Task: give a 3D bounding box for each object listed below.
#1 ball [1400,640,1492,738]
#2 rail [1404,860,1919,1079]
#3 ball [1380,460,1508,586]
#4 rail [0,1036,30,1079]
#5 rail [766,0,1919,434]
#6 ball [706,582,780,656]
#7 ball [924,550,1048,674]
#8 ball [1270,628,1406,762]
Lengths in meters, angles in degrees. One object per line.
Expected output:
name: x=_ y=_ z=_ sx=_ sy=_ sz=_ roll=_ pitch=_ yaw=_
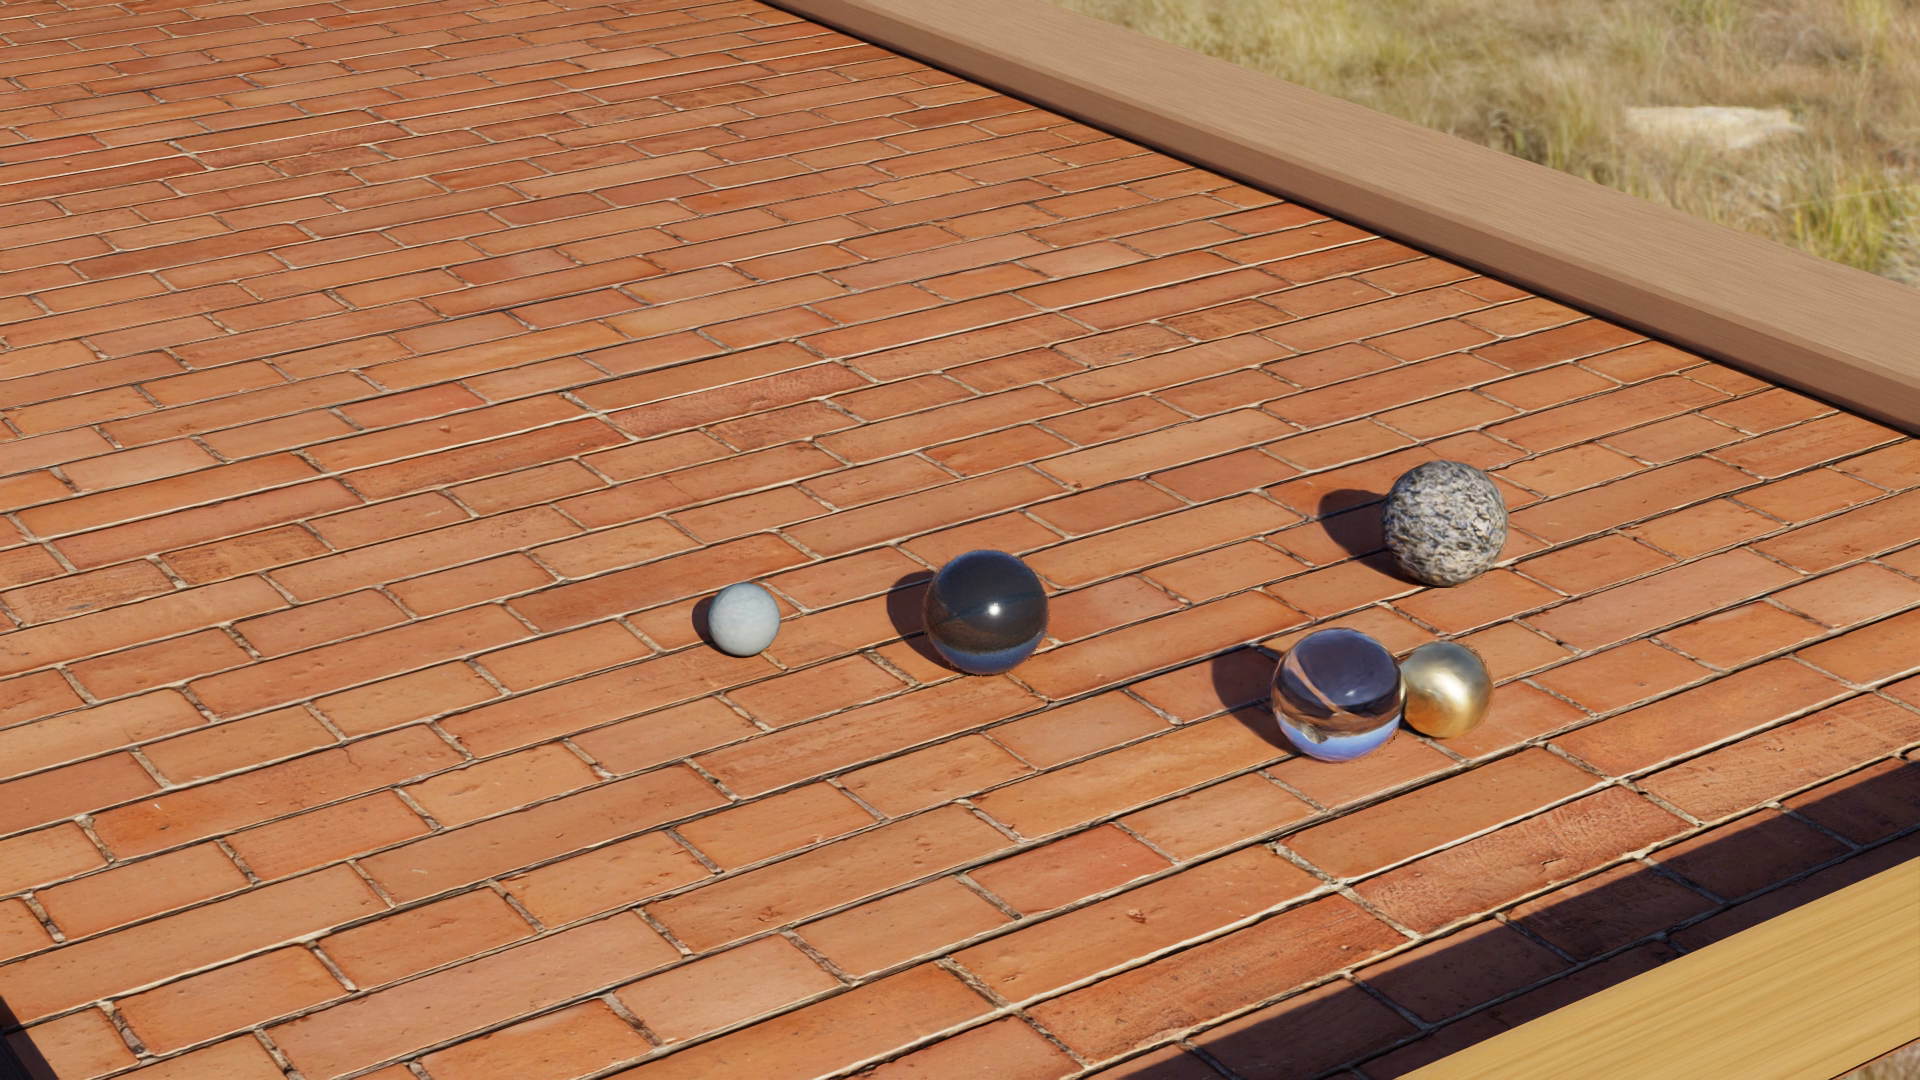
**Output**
ball: x=0.335 y=0.103 z=2.039 sx=0.067 sy=0.067 sz=0.067 roll=0 pitch=24 yaw=0
rail: x=0.453 y=0.246 z=1.635 sx=1.758 sy=0.126 sz=0.045 roll=-15 pitch=28 yaw=-31
ball: x=0.373 y=-0.013 z=2.269 sx=0.097 sy=0.097 sz=0.097 roll=0 pitch=24 yaw=0
rail: x=-1.174 y=-0.103 z=2.437 sx=0.045 sy=0.126 sz=3.321 roll=-15 pitch=28 yaw=-31
rail: x=0.241 y=-0.487 z=3.317 sx=0.045 sy=0.126 sz=3.321 roll=-15 pitch=28 yaw=-31
ball: x=-0.159 y=0.058 z=2.159 sx=0.054 sy=0.054 sz=0.054 roll=0 pitch=24 yaw=0
ball: x=0.019 y=0.052 z=2.127 sx=0.091 sy=0.091 sz=0.091 roll=0 pitch=24 yaw=0
ball: x=0.258 y=0.105 z=2.004 sx=0.092 sy=0.092 sz=0.092 roll=0 pitch=24 yaw=0
